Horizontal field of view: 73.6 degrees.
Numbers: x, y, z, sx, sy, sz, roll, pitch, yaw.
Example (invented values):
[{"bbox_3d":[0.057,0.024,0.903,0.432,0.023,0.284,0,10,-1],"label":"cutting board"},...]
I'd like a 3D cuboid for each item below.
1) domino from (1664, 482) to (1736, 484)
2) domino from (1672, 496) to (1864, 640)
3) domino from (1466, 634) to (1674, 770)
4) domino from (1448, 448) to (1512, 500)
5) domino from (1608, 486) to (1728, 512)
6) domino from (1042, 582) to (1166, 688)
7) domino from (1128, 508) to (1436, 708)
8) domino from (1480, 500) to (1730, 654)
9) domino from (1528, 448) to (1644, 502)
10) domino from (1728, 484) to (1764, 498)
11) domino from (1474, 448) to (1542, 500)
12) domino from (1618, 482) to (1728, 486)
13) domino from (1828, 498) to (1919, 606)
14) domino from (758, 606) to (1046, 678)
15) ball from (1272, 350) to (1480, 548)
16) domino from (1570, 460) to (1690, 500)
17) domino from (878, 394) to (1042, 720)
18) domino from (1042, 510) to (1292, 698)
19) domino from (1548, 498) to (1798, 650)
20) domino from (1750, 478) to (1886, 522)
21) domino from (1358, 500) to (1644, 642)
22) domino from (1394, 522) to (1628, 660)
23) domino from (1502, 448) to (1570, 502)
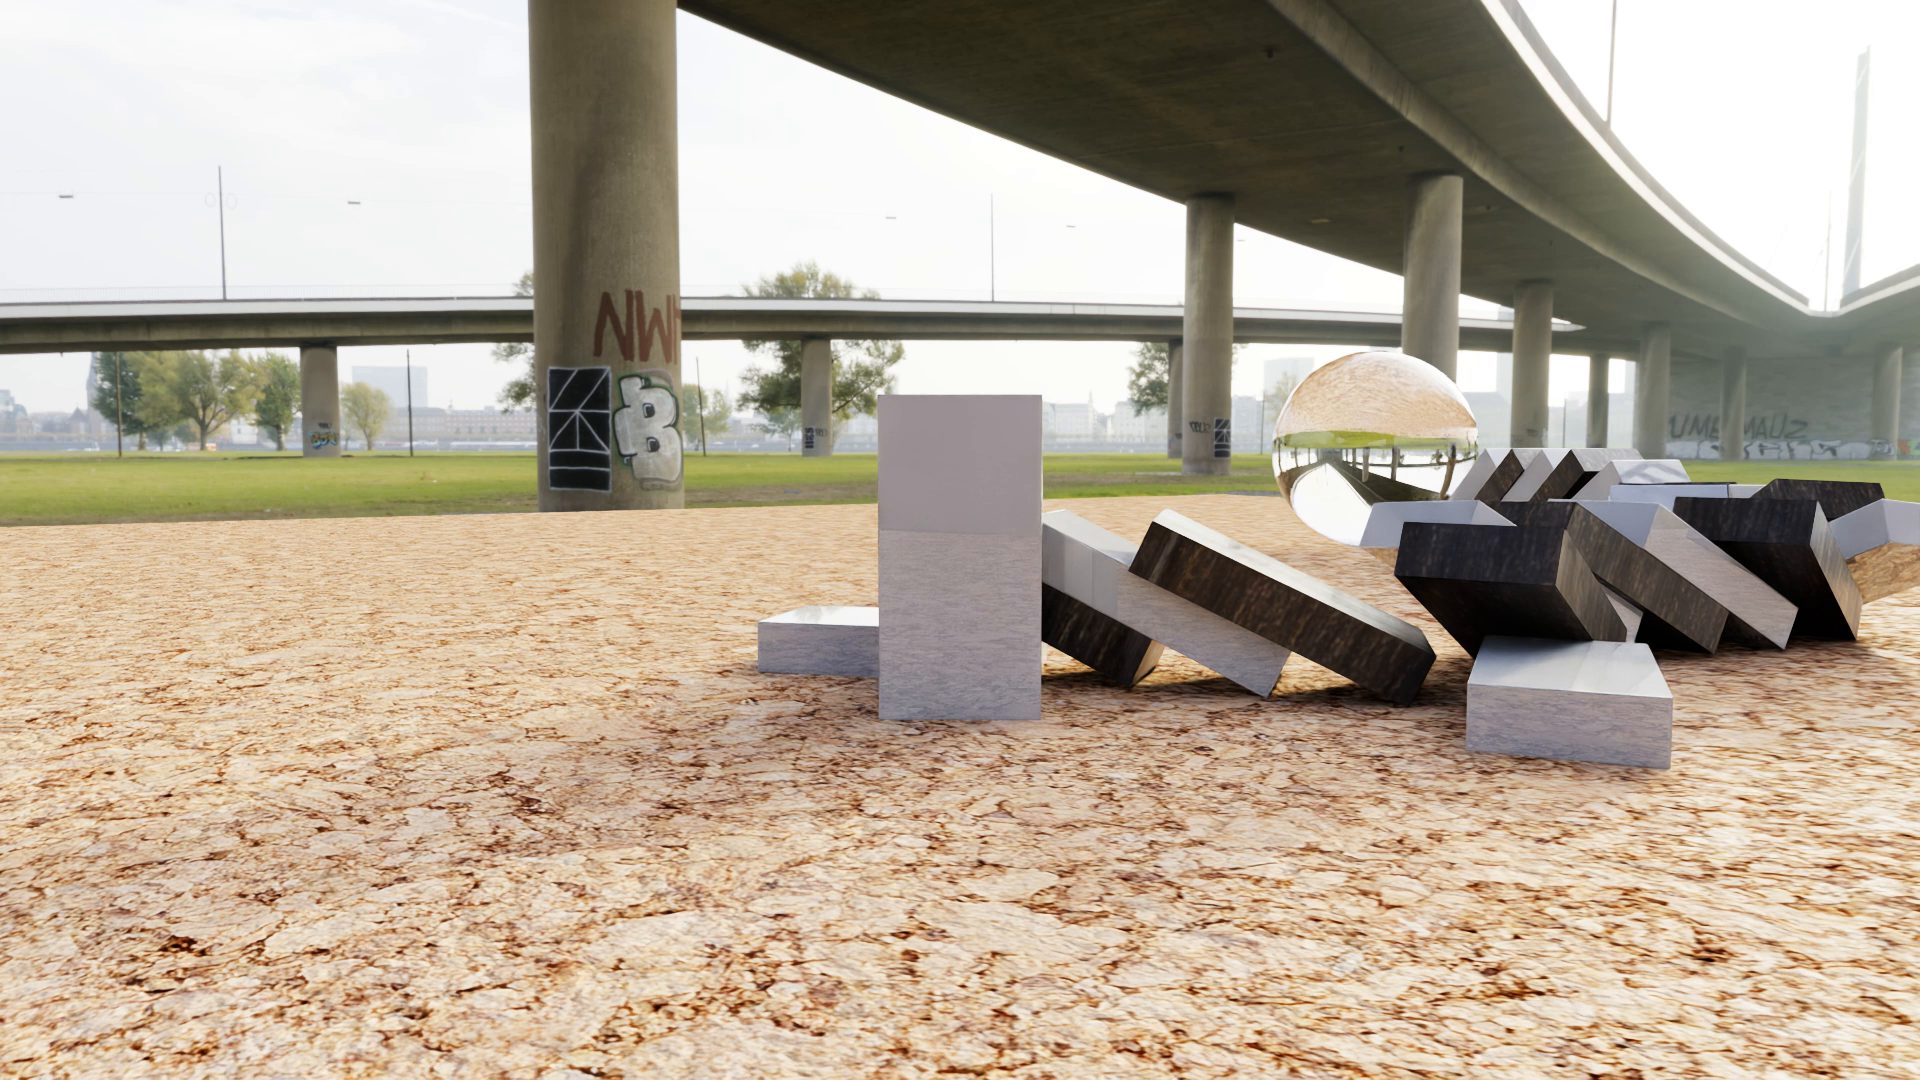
[{"bbox_3d":[0.211,-0.003,0.394,0.025,0.010,0.050,-1,-23,-15],"label":"domino"},{"bbox_3d":[0.171,0.006,0.271,0.025,0.009,0.050,4,-22,46],"label":"domino"},{"bbox_3d":[0.092,0.023,0.195,0.025,0.009,0.050,2,5,25],"label":"domino"},{"bbox_3d":[0.192,-0.013,0.467,0.025,0.009,0.050,-1,-38,-15],"label":"domino"},{"bbox_3d":[0.182,0.001,0.334,0.025,0.009,0.050,1,-24,23],"label":"domino"},{"bbox_3d":[0.014,0.009,0.239,0.050,0.010,0.025,28,12,16],"label":"domino"},{"bbox_3d":[0.055,0.011,0.222,0.050,0.009,0.025,26,12,10],"label":"domino"},{"bbox_3d":[0.126,0.007,0.256,0.050,0.009,0.025,28,-10,-24],"label":"domino"},{"bbox_3d":[0.202,-0.010,0.427,0.025,0.009,0.050,-1,-38,-15],"label":"domino"},{"bbox_3d":[0.215,-0.001,0.373,0.025,0.009,0.050,0,-23,-17],"label":"domino"},{"bbox_3d":[0.195,-0.012,0.454,0.025,0.009,0.050,-1,-38,-15],"label":"domino"},{"bbox_3d":[0.193,0.000,0.352,0.025,0.010,0.050,2,-24,24],"label":"domino"},{"bbox_3d":[0.198,0.005,0.286,0.025,0.009,0.050,7,-20,-5],"label":"domino"},{"bbox_3d":[-0.010,0.019,0.245,0.050,0.010,0.025,1,4,15],"label":"domino"},{"bbox_3d":[0.167,-0.036,0.520,0.080,0.080,0.080,0,4,0],"label":"ball"},{"bbox_3d":[0.206,-0.007,0.412,0.025,0.010,0.050,-1,-32,-15],"label":"domino"},{"bbox_3d":[0.000,0.002,0.201,0.025,0.050,0.009,0,4,0],"label":"domino"},{"bbox_3d":[0.036,0.010,0.232,0.050,0.010,0.025,27,12,15],"label":"domino"},{"bbox_3d":[0.146,0.007,0.265,0.050,0.010,0.025,28,-9,-25],"label":"domino"},{"bbox_3d":[0.193,0.002,0.309,0.025,0.010,0.050,2,-27,-5],"label":"domino"},{"bbox_3d":[0.105,0.008,0.248,0.050,0.009,0.025,28,-12,-25],"label":"domino"},{"bbox_3d":[0.097,0.011,0.223,0.025,0.009,0.050,4,-19,39],"label":"domino"},{"bbox_3d":[0.199,-0.011,0.441,0.025,0.009,0.050,-1,-38,-15],"label":"domino"}]
